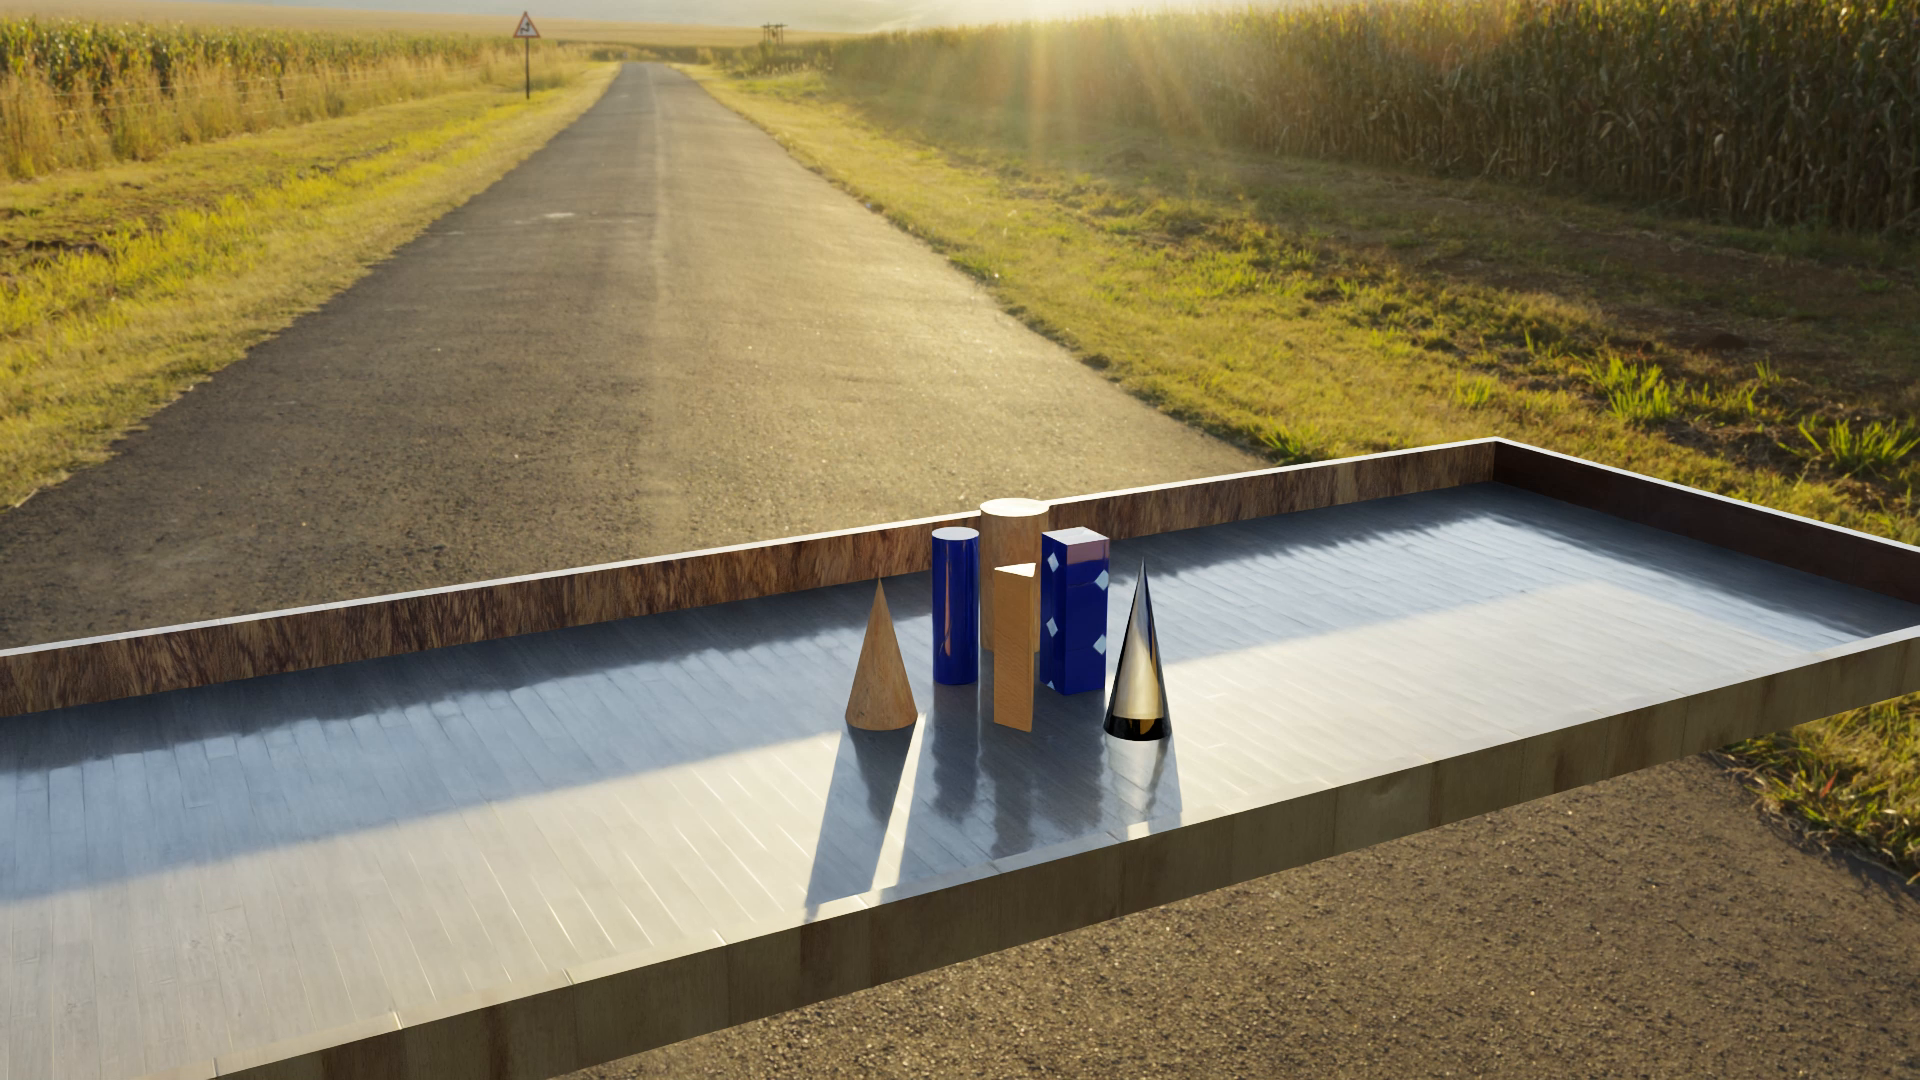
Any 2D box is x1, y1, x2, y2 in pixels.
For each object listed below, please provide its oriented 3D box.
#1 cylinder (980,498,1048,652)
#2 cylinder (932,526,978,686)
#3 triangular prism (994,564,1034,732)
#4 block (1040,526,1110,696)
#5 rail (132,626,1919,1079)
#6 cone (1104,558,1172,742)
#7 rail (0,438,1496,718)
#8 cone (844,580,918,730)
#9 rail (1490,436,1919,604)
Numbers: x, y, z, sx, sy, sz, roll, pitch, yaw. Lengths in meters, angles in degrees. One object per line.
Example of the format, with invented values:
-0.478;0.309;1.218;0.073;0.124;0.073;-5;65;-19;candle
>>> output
0.143;0.095;4.362;0.179;0.378;0.179;0;16;0;cylinder
-0.011;0.165;4.121;0.116;0.379;0.116;0;16;0;cylinder
0.147;0.246;3.846;0.102;0.379;0.088;12;20;34;triangular prism
0.281;0.175;4.074;0.119;0.387;0.119;-9;18;-27;block
-2.336;1.006;1.665;12.000;0.150;0.050;-9;18;-27;rail
0.416;0.237;3.801;0.161;0.421;0.161;0;16;0;cone
-3.305;0.497;3.399;12.000;0.150;0.050;-9;18;-27;rail
-0.187;0.253;3.879;0.175;0.347;0.175;0;16;0;cone
2.466;-0.048;5.253;0.050;0.150;2.100;-9;18;-27;rail
